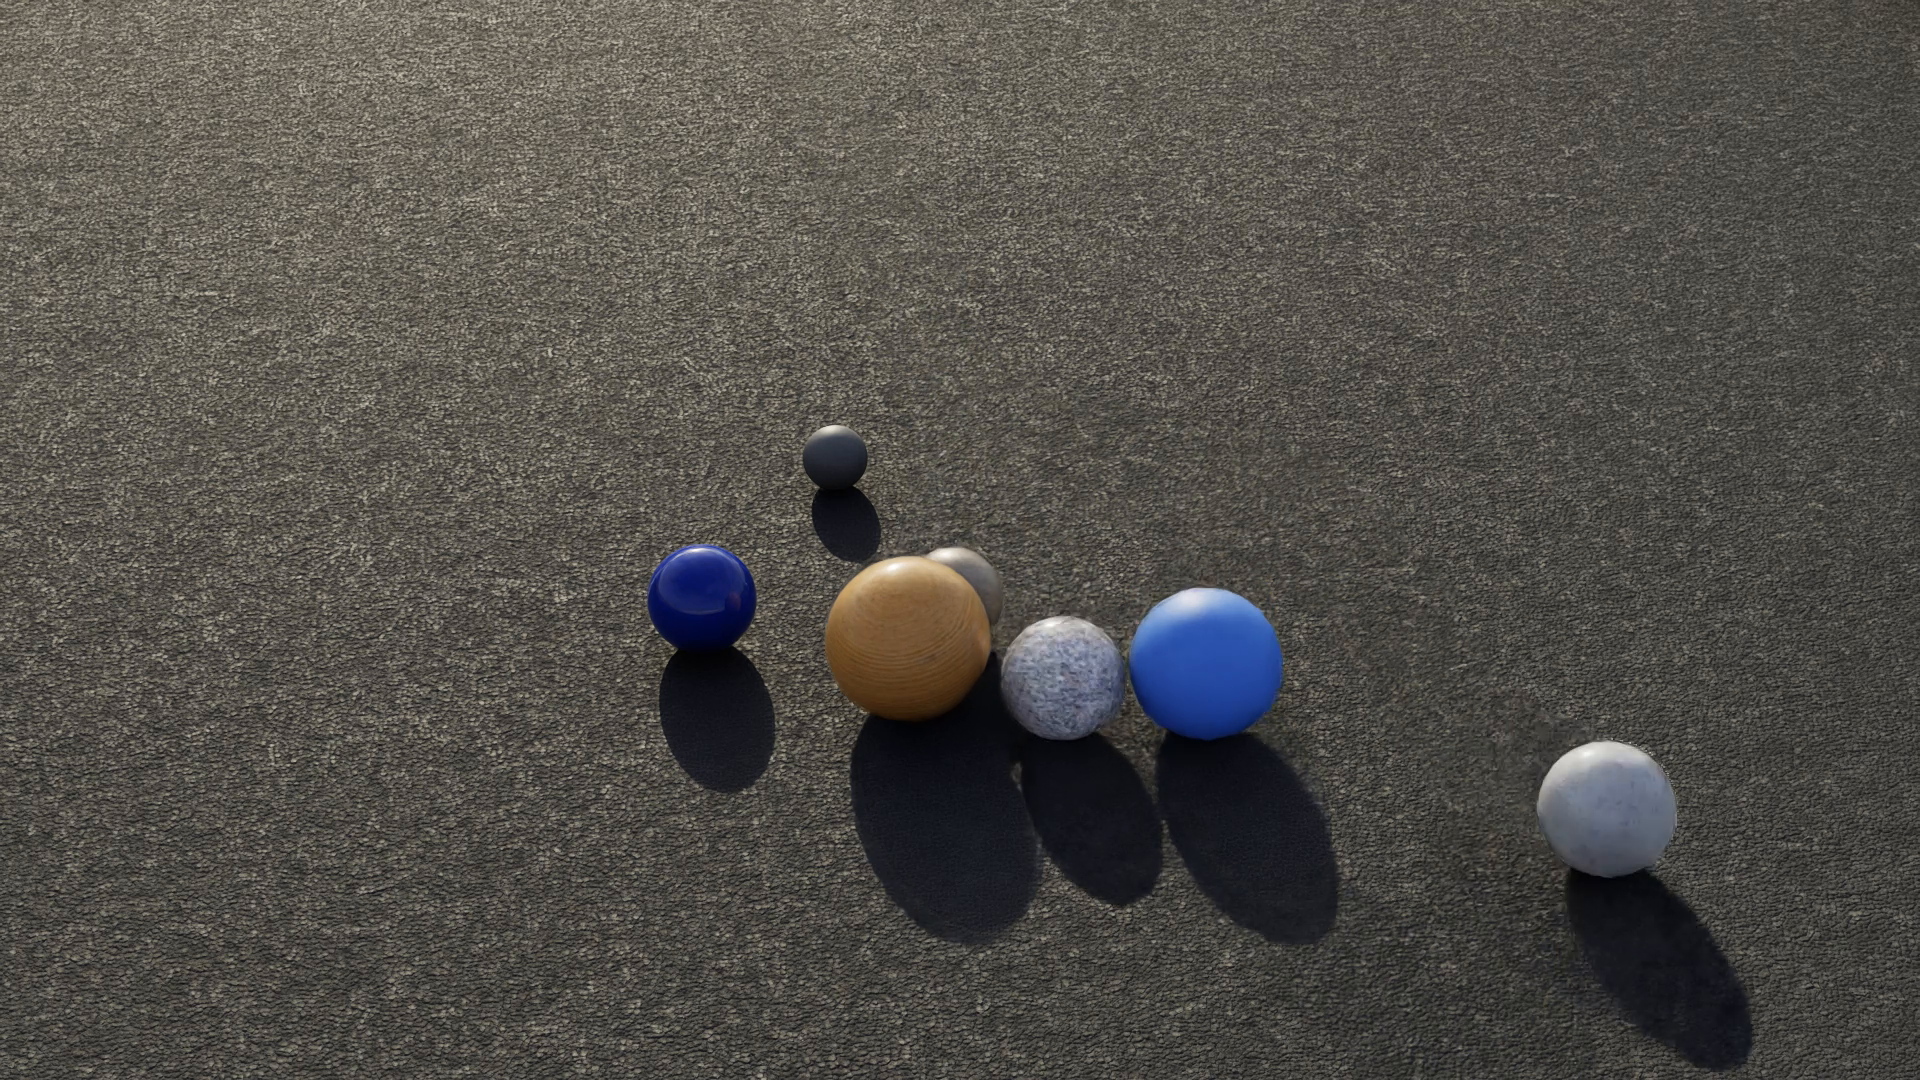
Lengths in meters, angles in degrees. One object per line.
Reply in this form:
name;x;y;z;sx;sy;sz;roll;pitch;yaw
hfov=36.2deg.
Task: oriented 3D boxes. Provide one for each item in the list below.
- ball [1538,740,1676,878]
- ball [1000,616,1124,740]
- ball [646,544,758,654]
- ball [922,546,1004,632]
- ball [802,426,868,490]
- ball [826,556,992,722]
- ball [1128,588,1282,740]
ball;0.325;0.135;1.479;0.068;0.068;0.068;0;30;0
ball;0.055;0.075;1.586;0.067;0.067;0.067;0;30;0
ball;-0.146;0.033;1.663;0.062;0.062;0.062;0;30;0
ball;-0.004;0.033;1.669;0.058;0.058;0.058;0;30;0
ball;-0.078;-0.051;1.832;0.041;0.041;0.041;0;30;0
ball;-0.028;0.054;1.599;0.090;0.090;0.090;0;30;0
ball;0.132;0.067;1.584;0.082;0.082;0.082;0;30;0
